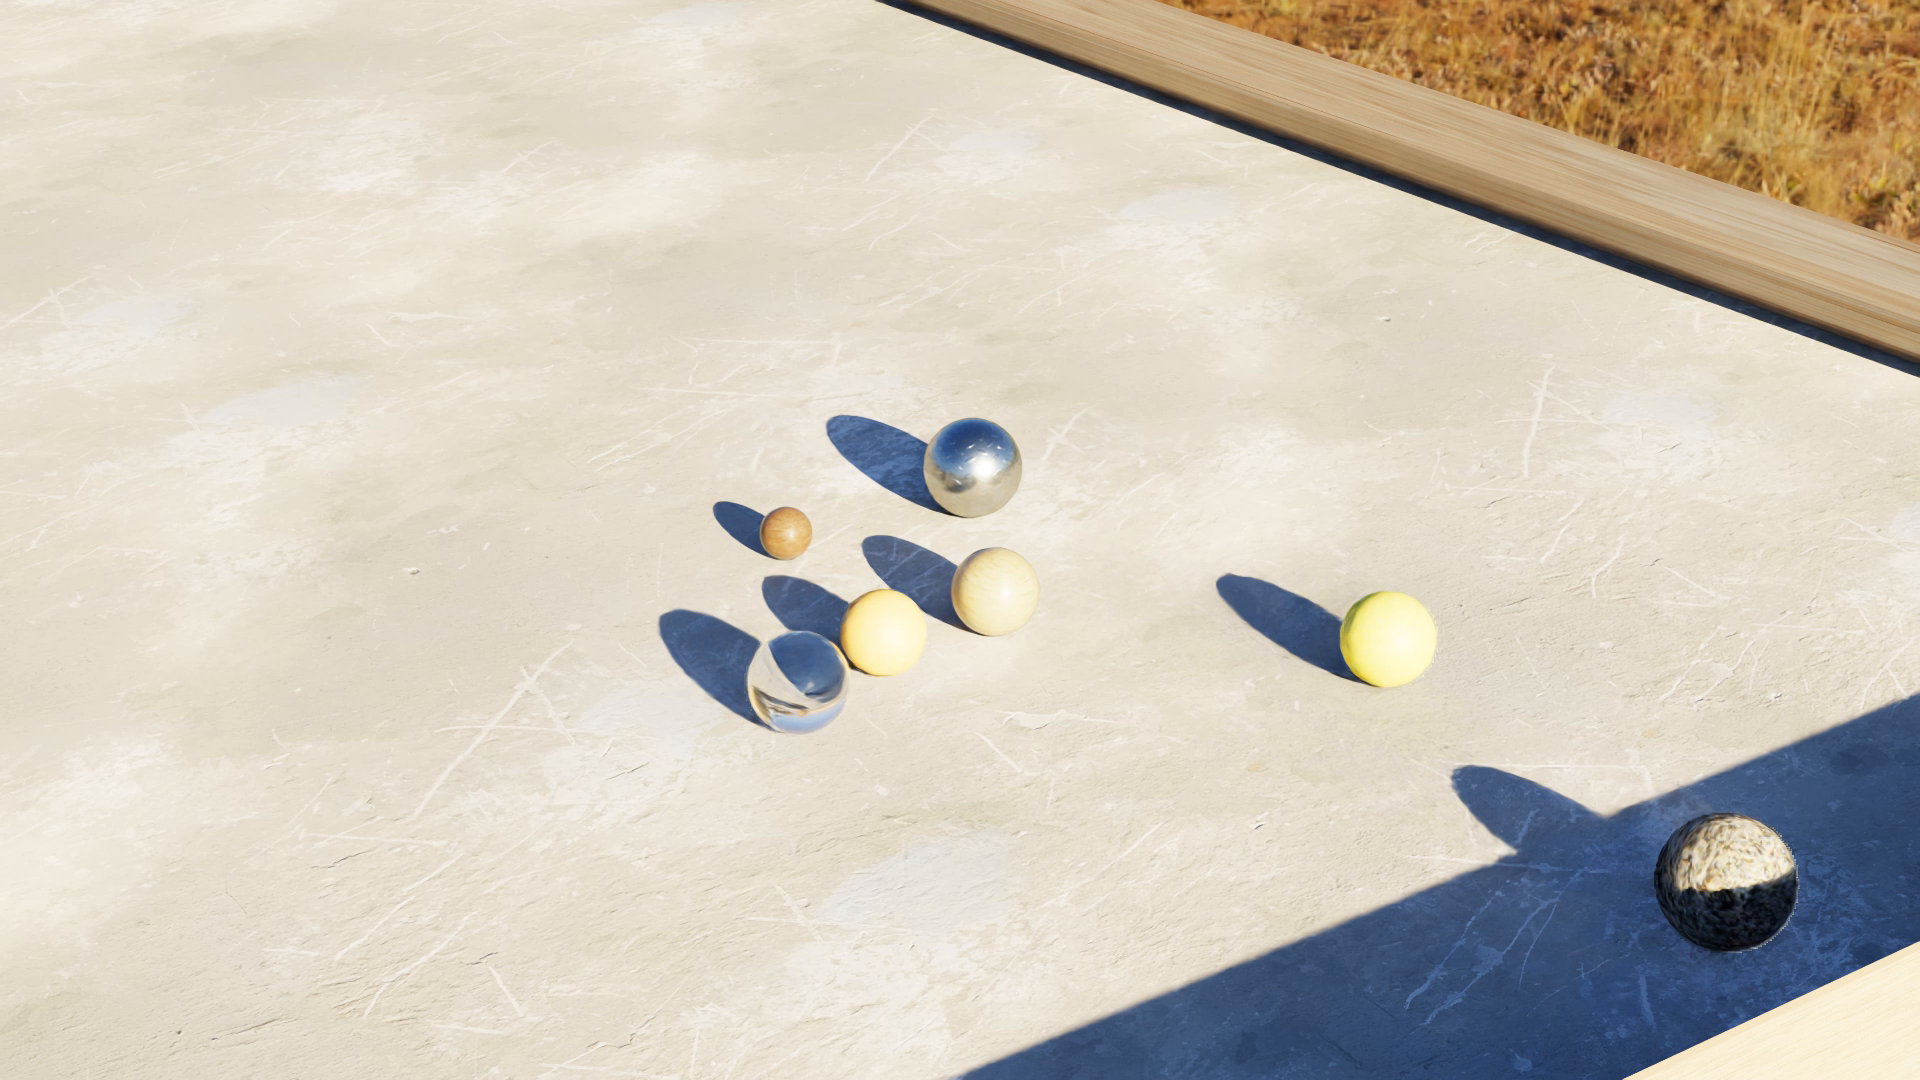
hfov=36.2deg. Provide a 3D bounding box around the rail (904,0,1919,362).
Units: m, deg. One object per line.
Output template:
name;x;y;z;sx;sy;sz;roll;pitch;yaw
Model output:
rail;0.294;-0.533;3.371;0.045;0.107;3.462;-16;29;-31

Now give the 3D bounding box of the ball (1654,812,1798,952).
ball;0.457;0.204;1.755;0.083;0.083;0.083;0;24;0

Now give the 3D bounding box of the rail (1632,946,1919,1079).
rail;0.480;0.262;1.592;1.962;0.107;0.045;-16;29;-31

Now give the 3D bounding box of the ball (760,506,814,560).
ball;-0.134;-0.005;2.274;0.042;0.042;0.042;0;24;0

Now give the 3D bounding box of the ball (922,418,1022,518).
ball;0.010;-0.058;2.344;0.080;0.080;0.080;0;24;0

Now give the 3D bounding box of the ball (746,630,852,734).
ball;-0.110;0.097;2.007;0.072;0.072;0.072;0;24;0

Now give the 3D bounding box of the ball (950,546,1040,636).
ball;0.026;0.038;2.149;0.065;0.065;0.065;0;24;0

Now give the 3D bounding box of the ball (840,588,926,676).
ball;-0.054;0.066;2.090;0.062;0.062;0.062;0;24;0

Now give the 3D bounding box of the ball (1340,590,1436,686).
ball;0.301;0.070;2.074;0.068;0.068;0.068;0;24;0
